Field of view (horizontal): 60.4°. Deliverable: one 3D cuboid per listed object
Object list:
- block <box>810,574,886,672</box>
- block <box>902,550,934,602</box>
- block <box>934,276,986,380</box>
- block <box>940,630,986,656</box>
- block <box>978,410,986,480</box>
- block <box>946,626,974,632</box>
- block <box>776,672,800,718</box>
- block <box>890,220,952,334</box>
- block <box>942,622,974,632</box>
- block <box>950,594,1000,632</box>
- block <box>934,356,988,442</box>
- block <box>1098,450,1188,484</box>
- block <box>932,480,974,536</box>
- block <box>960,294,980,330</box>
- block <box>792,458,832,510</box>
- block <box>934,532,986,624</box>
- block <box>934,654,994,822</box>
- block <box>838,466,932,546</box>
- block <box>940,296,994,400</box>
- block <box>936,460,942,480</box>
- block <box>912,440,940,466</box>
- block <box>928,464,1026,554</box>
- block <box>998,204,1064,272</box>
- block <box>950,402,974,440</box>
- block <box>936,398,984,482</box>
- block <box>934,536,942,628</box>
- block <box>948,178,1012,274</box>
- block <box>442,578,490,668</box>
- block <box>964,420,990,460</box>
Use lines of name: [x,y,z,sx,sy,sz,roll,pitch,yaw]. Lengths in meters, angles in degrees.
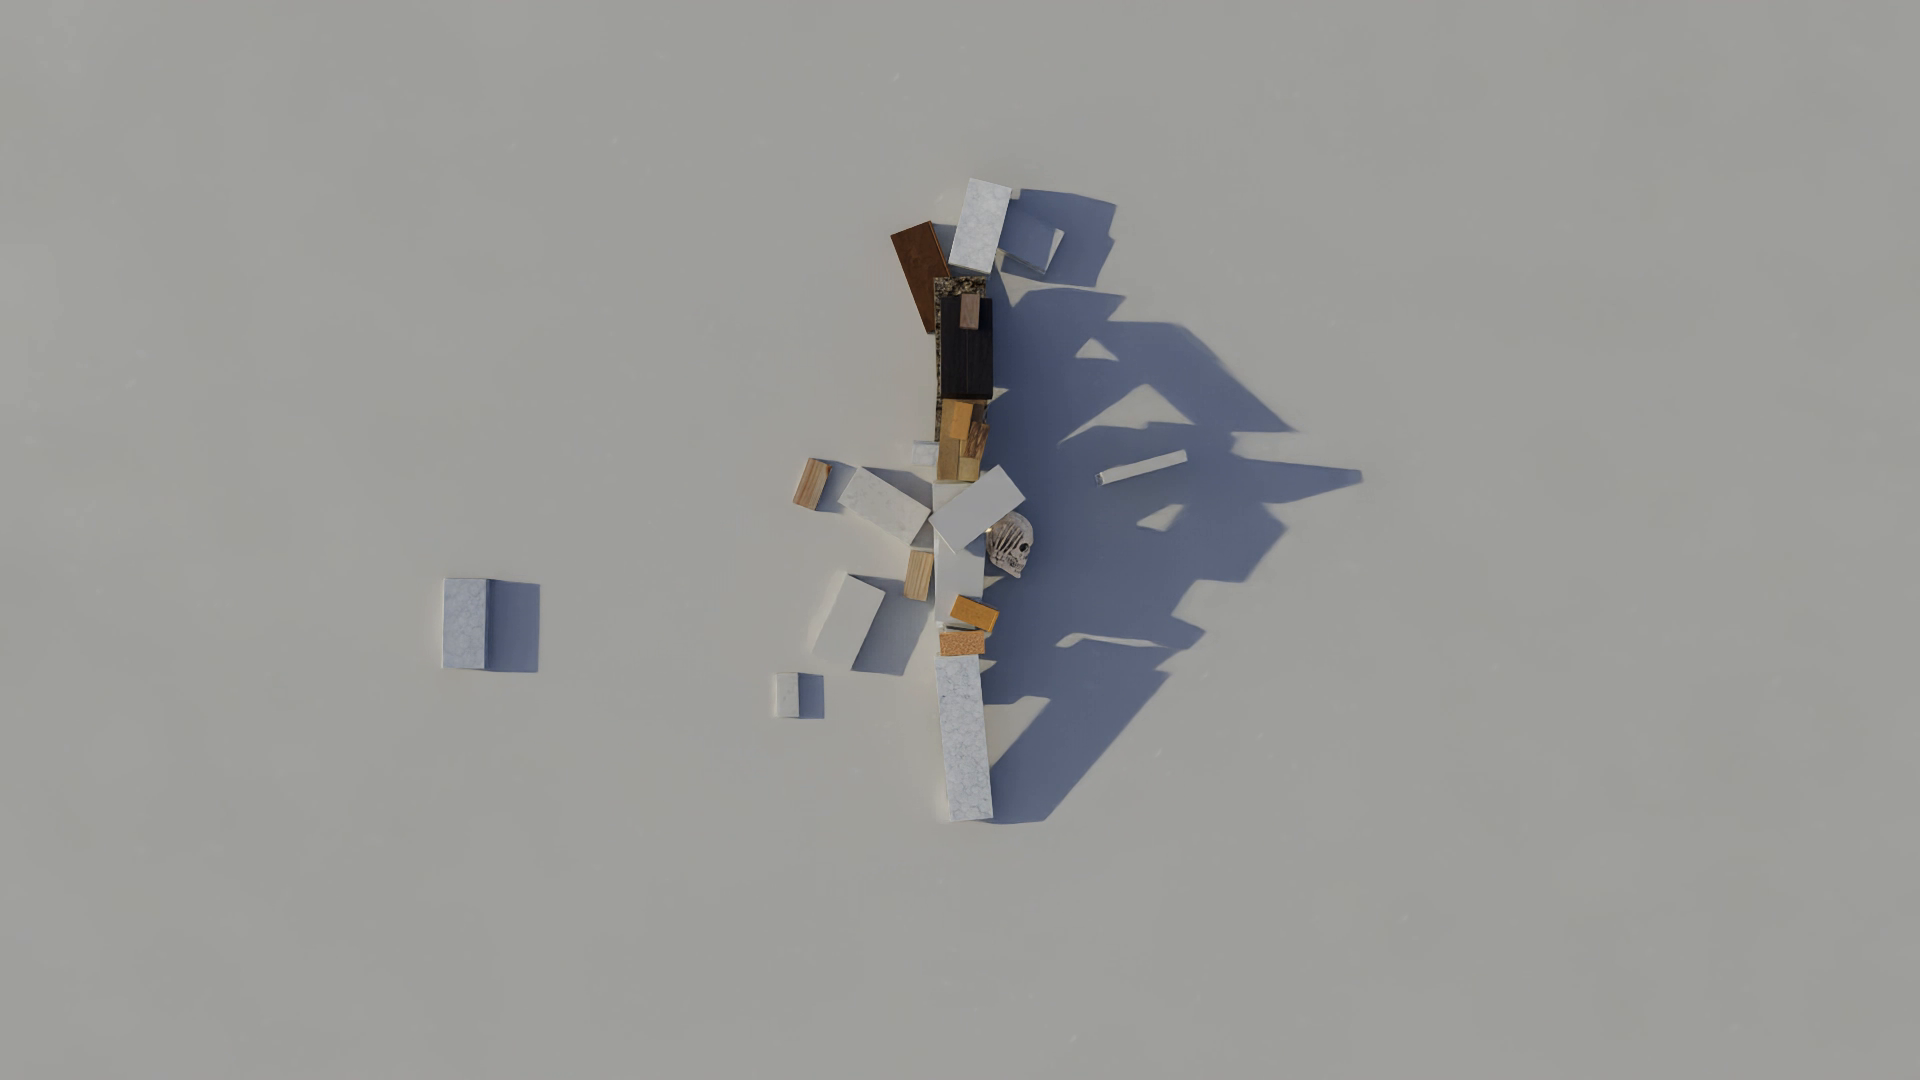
block: [-0.371,0.274,5.480,0.144,0.041,0.288,25,90,0]
block: [-0.138,0.119,5.489,0.080,0.023,0.159,10,90,0]
block: [0.003,-0.699,5.440,0.167,0.047,0.335,-2,101,-3]
block: [0.007,0.336,5.369,0.145,0.021,0.072,-3,107,1]
block: [0.006,-0.299,5.414,0.134,0.038,0.267,5,110,-2]
block: [-0.009,0.391,5.412,0.105,0.030,0.211,8,106,-3]
block: [-0.573,0.515,5.490,0.072,0.021,0.145,-2,90,0]
block: [-0.104,-0.873,5.480,0.144,0.041,0.344,-21,90,0]
block: [-0.004,0.281,5.441,0.105,0.030,0.211,-1,107,0]
block: [0.048,0.239,5.350,0.145,0.021,0.072,22,97,-3]
block: [0.008,-0.482,5.432,0.167,0.047,0.335,3,105,-1]
block: [0.600,-0.239,5.430,0.280,0.140,0.040,-16,90,0]
block: [-0.011,-0.047,5.425,0.151,0.043,0.302,-1,110,0]
block: [0.032,-0.739,5.335,0.059,0.017,0.117,4,73,-3]
block: [-0.492,-0.186,5.489,0.080,0.023,0.159,21,90,0]
block: [0.001,0.117,5.367,0.151,0.043,0.302,4,97,-1]
block: [0.013,0.650,5.425,0.144,0.041,0.558,-5,101,0]
block: [-0.250,-0.113,5.480,0.280,0.040,0.140,32,90,0]
block: [0.021,-0.620,5.331,0.167,0.047,0.335,1,73,-4]
block: [-0.006,-0.134,5.435,0.134,0.038,0.267,-1,110,0]
block: [-0.059,-0.283,5.464,0.199,0.023,0.080,5,126,-2]
block: [0.055,-0.098,5.312,0.288,0.041,0.144,-38,87,-4]
block: [0.187,-1.018,5.480,0.287,0.041,0.144,26,90,0]
block: [0.005,-0.384,5.307,0.059,0.017,0.117,9,97,-3]
block: [0.002,-0.328,5.341,0.134,0.038,0.267,4,97,-2]
block: [-0.006,0.137,5.437,0.151,0.043,0.302,-1,106,0]
block: [0.067,-1.034,5.439,0.144,0.041,0.287,14,90,0]
block: [-1.642,0.276,5.480,0.140,0.040,0.296,1,90,0]
block: [0.055,-0.320,5.316,0.059,0.017,0.117,14,96,-3]
